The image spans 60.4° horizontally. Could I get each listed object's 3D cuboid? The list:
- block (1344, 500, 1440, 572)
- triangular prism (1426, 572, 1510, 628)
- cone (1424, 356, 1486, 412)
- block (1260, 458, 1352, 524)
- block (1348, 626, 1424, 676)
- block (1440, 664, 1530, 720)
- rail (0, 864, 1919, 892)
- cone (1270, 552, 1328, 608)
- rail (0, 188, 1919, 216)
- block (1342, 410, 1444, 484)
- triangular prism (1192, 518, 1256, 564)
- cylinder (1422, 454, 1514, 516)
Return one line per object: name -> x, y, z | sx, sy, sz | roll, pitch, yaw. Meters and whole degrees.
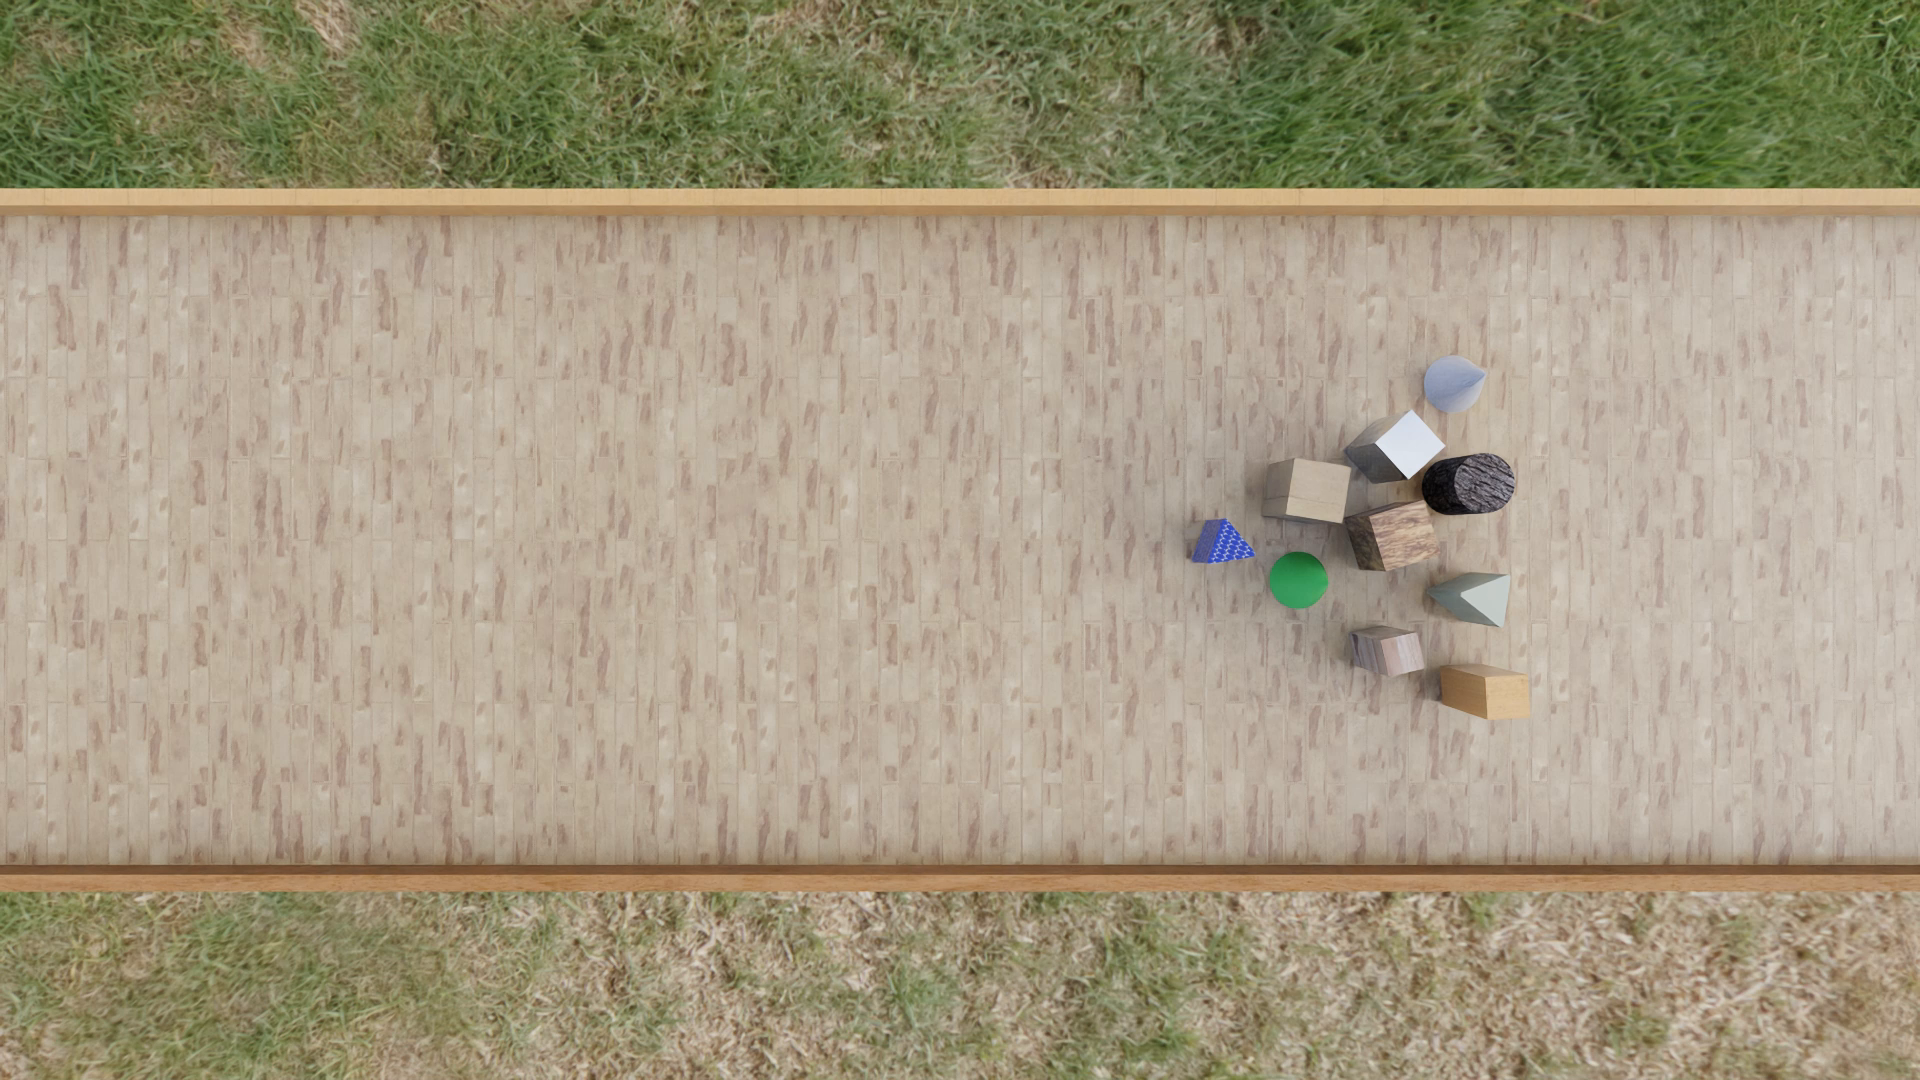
block -> 1.284, -0.013, 4.918 | 0.166, 0.316, 0.166 | -17, 90, 0
triangular prism -> 1.535, 0.152, 4.901 | 0.151, 0.352, 0.131 | 39, 90, 0
cone -> 1.518, -0.480, 4.912 | 0.178, 0.329, 0.178 | 0, 90, 0
block -> 1.018, -0.140, 4.880 | 0.162, 0.393, 0.162 | 9, 90, 0
block -> 1.258, 0.325, 4.880 | 0.105, 0.392, 0.105 | -13, 90, 0
block -> 1.542, 0.443, 4.860 | 0.120, 0.434, 0.120 | -3, 90, 0
rail -> -2.247, 1.025, 5.001 | 12.000, 0.150, 0.050 | 0, 90, 0
cone -> 1.041, 0.124, 4.864 | 0.176, 0.426, 0.176 | 0, 90, 0
rail -> -2.247, -1.025, 5.002 | 12.000, 0.150, 0.050 | 0, 90, 0
block -> 1.276, -0.271, 4.875 | 0.141, 0.402, 0.141 | -42, 90, 0
triangular prism -> 0.771, -0.004, 4.907 | 0.137, 0.339, 0.118 | -10, 90, 0
cylinder -> 1.508, -0.163, 4.908 | 0.174, 0.336, 0.174 | 0, 90, 0
